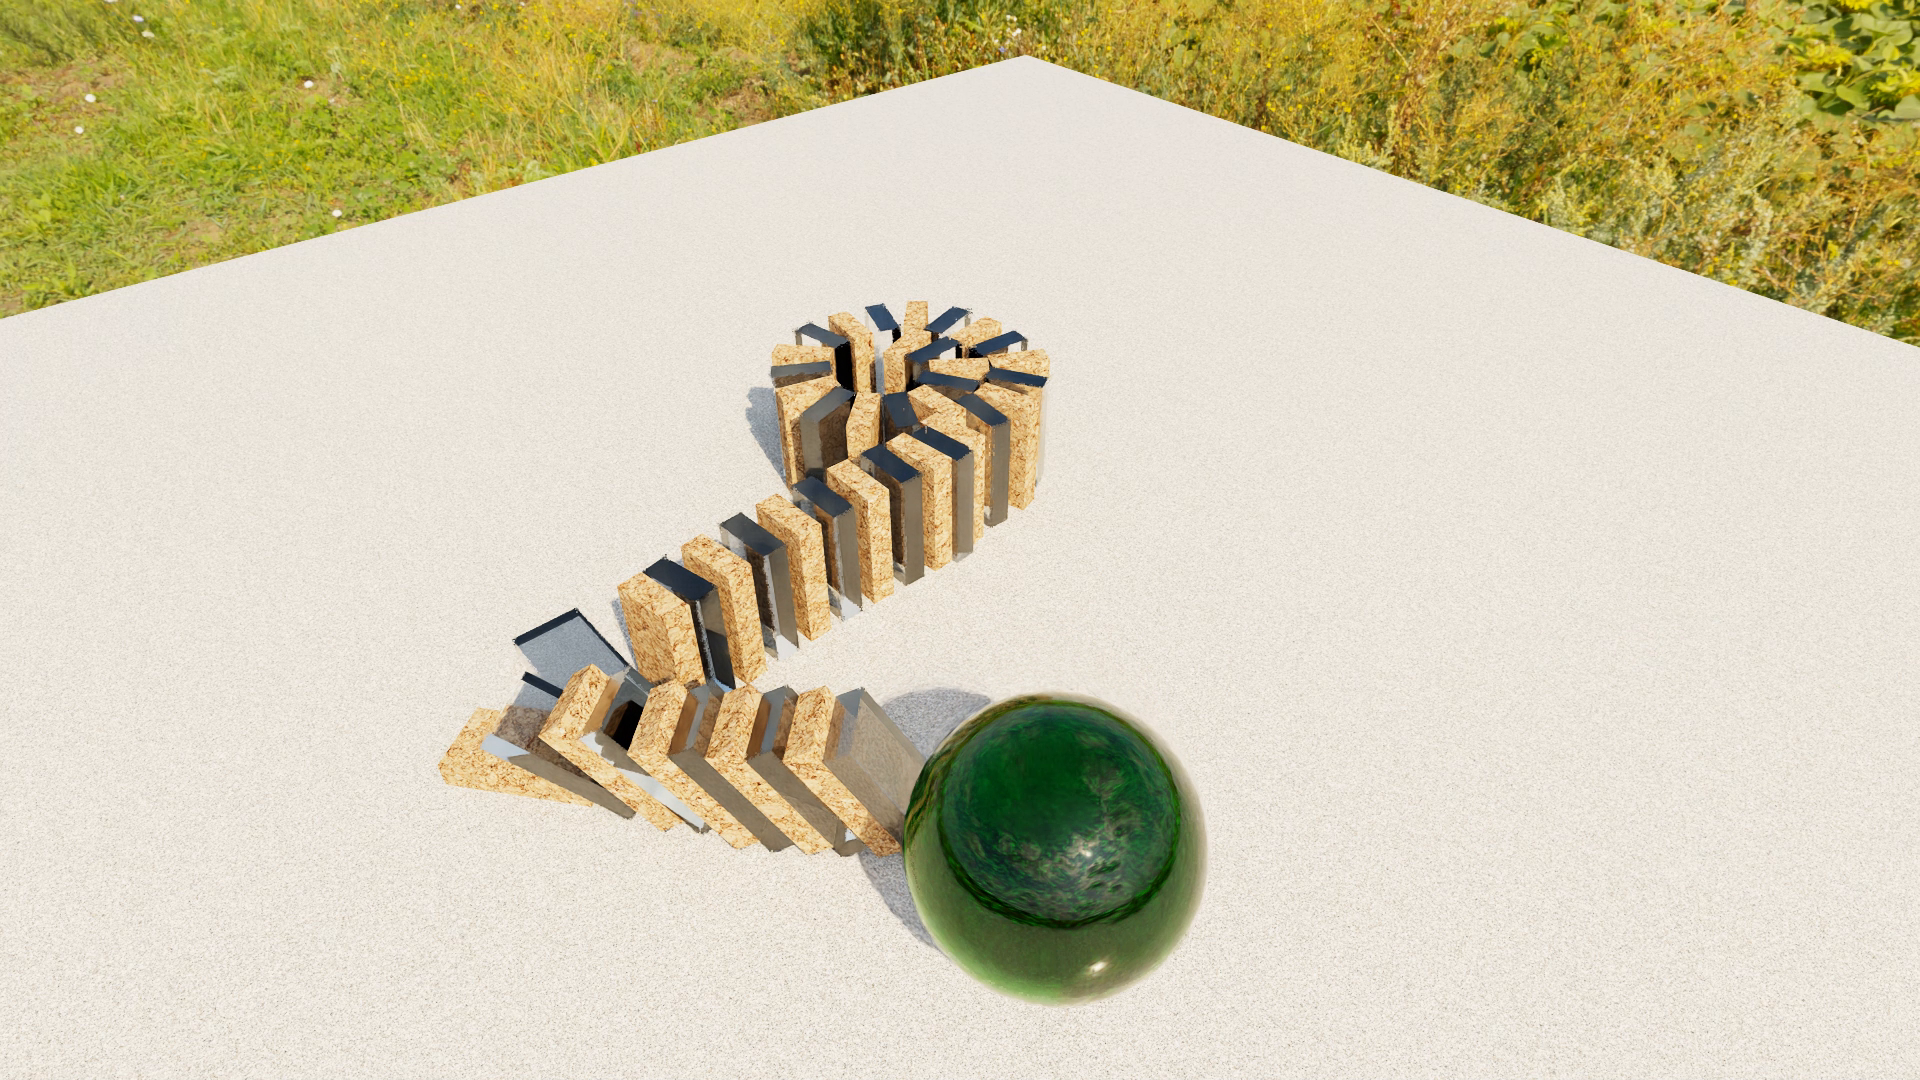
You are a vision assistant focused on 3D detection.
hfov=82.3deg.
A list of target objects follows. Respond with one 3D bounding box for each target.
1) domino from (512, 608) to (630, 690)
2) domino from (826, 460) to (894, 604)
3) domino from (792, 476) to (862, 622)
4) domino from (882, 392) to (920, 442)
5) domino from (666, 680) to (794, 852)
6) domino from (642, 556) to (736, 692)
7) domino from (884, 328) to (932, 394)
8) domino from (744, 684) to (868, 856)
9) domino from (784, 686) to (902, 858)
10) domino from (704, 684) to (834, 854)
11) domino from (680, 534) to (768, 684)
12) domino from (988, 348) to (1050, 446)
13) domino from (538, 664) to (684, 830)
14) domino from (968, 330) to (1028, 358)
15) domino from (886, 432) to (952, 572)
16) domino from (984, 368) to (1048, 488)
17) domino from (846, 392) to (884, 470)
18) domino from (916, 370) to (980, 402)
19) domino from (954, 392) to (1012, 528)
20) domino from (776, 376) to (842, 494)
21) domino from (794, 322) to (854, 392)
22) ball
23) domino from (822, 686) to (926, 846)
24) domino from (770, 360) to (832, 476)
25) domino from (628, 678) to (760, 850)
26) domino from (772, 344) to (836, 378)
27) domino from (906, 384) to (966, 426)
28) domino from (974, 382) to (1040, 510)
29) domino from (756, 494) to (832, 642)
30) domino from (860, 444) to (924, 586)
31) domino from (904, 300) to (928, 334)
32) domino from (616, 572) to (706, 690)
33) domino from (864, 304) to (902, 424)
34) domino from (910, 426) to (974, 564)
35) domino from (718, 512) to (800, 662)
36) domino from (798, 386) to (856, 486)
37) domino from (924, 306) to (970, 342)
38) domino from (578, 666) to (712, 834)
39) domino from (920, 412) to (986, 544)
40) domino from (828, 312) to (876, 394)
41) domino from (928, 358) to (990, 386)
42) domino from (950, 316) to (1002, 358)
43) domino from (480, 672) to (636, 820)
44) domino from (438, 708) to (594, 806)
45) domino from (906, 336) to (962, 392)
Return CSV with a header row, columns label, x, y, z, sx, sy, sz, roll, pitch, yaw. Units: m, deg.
label,x,y,z,sx,sy,sz,roll,pitch,yaw
domino,-0.134,0.046,0.388,0.025,0.009,0.050,-30,48,-31
domino,-0.037,-0.003,0.415,0.010,0.050,0.025,-29,47,-31
domino,-0.049,0.004,0.407,0.009,0.050,0.025,-30,48,-31
domino,-0.023,-0.032,0.451,0.010,0.050,0.025,-10,40,-12
domino,-0.065,0.068,0.330,0.010,0.050,0.025,-23,34,21
domino,-0.091,0.032,0.373,0.025,0.050,0.009,25,45,27
domino,-0.023,-0.066,0.493,0.009,0.050,0.025,19,43,21
domino,-0.043,0.069,0.328,0.009,0.050,0.025,-22,34,21
domino,-0.032,0.069,0.328,0.009,0.050,0.025,-22,34,21
domino,-0.054,0.069,0.329,0.009,0.050,0.025,-23,34,21
domino,-0.081,0.024,0.382,0.025,0.050,0.009,29,47,30
domino,0.025,-0.058,0.482,0.025,0.050,0.009,-9,40,-10
domino,-0.102,0.064,0.337,0.010,0.050,0.025,-27,30,28
domino,0.017,-0.066,0.492,0.025,0.050,0.009,-25,45,-27
domino,-0.016,-0.014,0.429,0.025,0.050,0.009,30,48,32
domino,0.023,-0.048,0.470,0.025,0.050,0.010,13,41,15
domino,-0.038,-0.032,0.451,0.009,0.050,0.025,4,40,5
domino,-0.005,-0.046,0.468,0.025,0.050,0.009,12,41,15
domino,0.009,-0.032,0.451,0.009,0.050,0.025,-25,46,-27
domino,-0.062,-0.043,0.464,0.025,0.050,0.009,-17,42,-20
domino,-0.060,-0.070,0.497,0.025,0.050,0.010,28,47,30
ball,0.025,0.080,0.290,0.080,0.080,0.080,0,39,0
domino,-0.021,0.070,0.328,0.009,0.050,0.025,-22,34,21
domino,-0.066,-0.052,0.475,0.025,0.050,0.010,-7,40,-8
domino,-0.076,0.068,0.331,0.010,0.050,0.025,-23,34,21
domino,-0.067,-0.062,0.487,0.025,0.050,0.010,6,40,7
domino,-0.010,-0.036,0.456,0.009,0.050,0.025,-30,48,-32
domino,0.019,-0.039,0.459,0.025,0.050,0.009,21,44,24
domino,-0.060,0.010,0.399,0.009,0.050,0.025,-32,49,-33
domino,-0.026,-0.009,0.423,0.009,0.050,0.025,-29,47,-30
domino,-0.020,-0.083,0.513,0.009,0.050,0.025,1,39,2
domino,-0.098,0.037,0.366,0.025,0.050,0.009,29,47,30
domino,-0.035,-0.081,0.510,0.010,0.050,0.025,-13,41,-16
domino,-0.007,-0.018,0.433,0.025,0.050,0.009,30,48,32
domino,-0.071,0.017,0.390,0.025,0.050,0.010,32,49,33
domino,-0.053,-0.035,0.454,0.009,0.050,0.025,22,44,25
domino,-0.006,-0.079,0.508,0.010,0.050,0.025,21,44,24
domino,-0.090,0.064,0.336,0.010,0.050,0.025,-27,30,28
domino,-0.003,-0.024,0.440,0.025,0.050,0.009,29,48,31
domino,-0.049,-0.076,0.505,0.010,0.050,0.025,-22,44,-25
domino,0.000,-0.054,0.478,0.025,0.050,0.009,-3,39,-3
domino,0.007,-0.074,0.501,0.010,0.050,0.025,29,48,31
domino,-0.119,0.064,0.343,0.050,0.010,0.025,32,38,-18
domino,-0.139,0.070,0.358,0.050,0.010,0.025,6,40,8
domino,-0.011,-0.062,0.488,0.009,0.050,0.025,32,49,33
